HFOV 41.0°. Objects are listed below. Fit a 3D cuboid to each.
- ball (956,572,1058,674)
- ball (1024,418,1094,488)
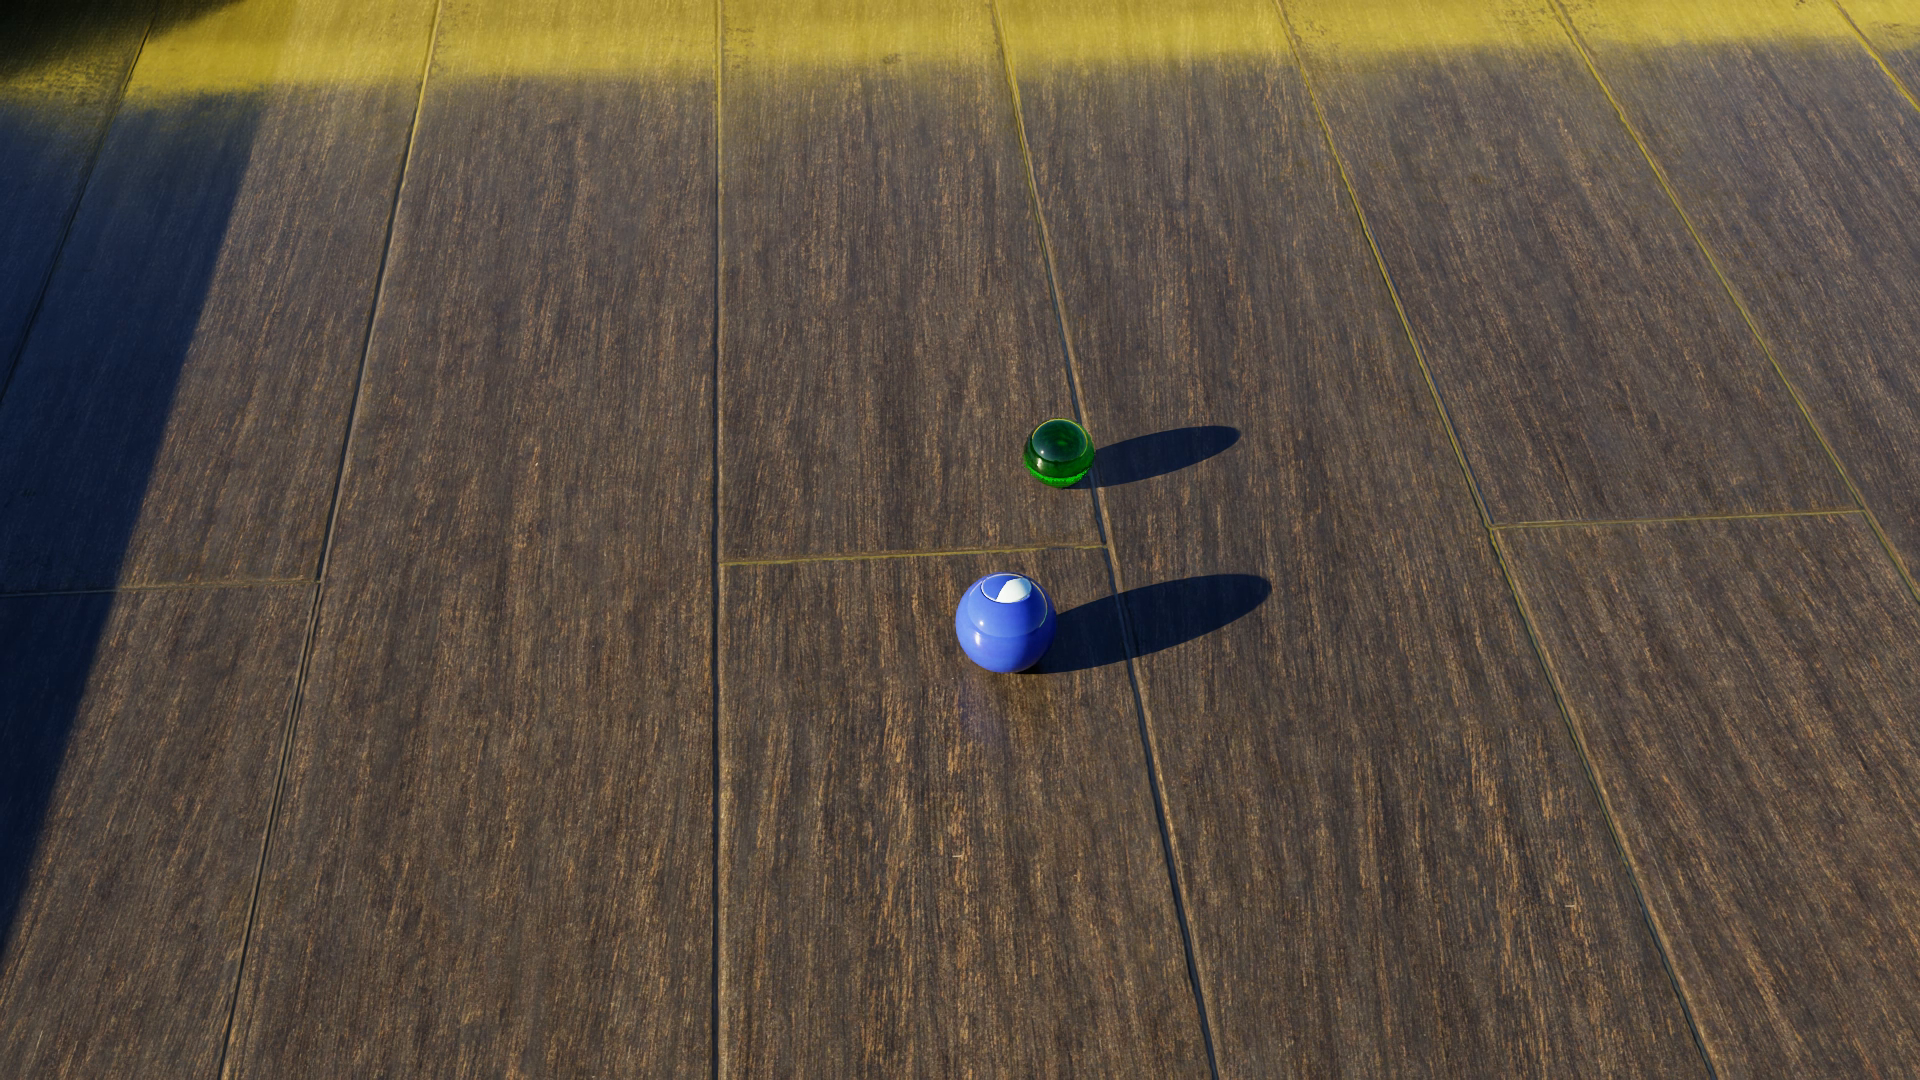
[{"bbox_3d":[0.028,0.049,1.535,0.061,0.061,0.061,0,37,0],"label":"ball"},{"bbox_3d":[0.065,-0.058,1.693,0.046,0.046,0.046,0,37,0],"label":"ball"}]
